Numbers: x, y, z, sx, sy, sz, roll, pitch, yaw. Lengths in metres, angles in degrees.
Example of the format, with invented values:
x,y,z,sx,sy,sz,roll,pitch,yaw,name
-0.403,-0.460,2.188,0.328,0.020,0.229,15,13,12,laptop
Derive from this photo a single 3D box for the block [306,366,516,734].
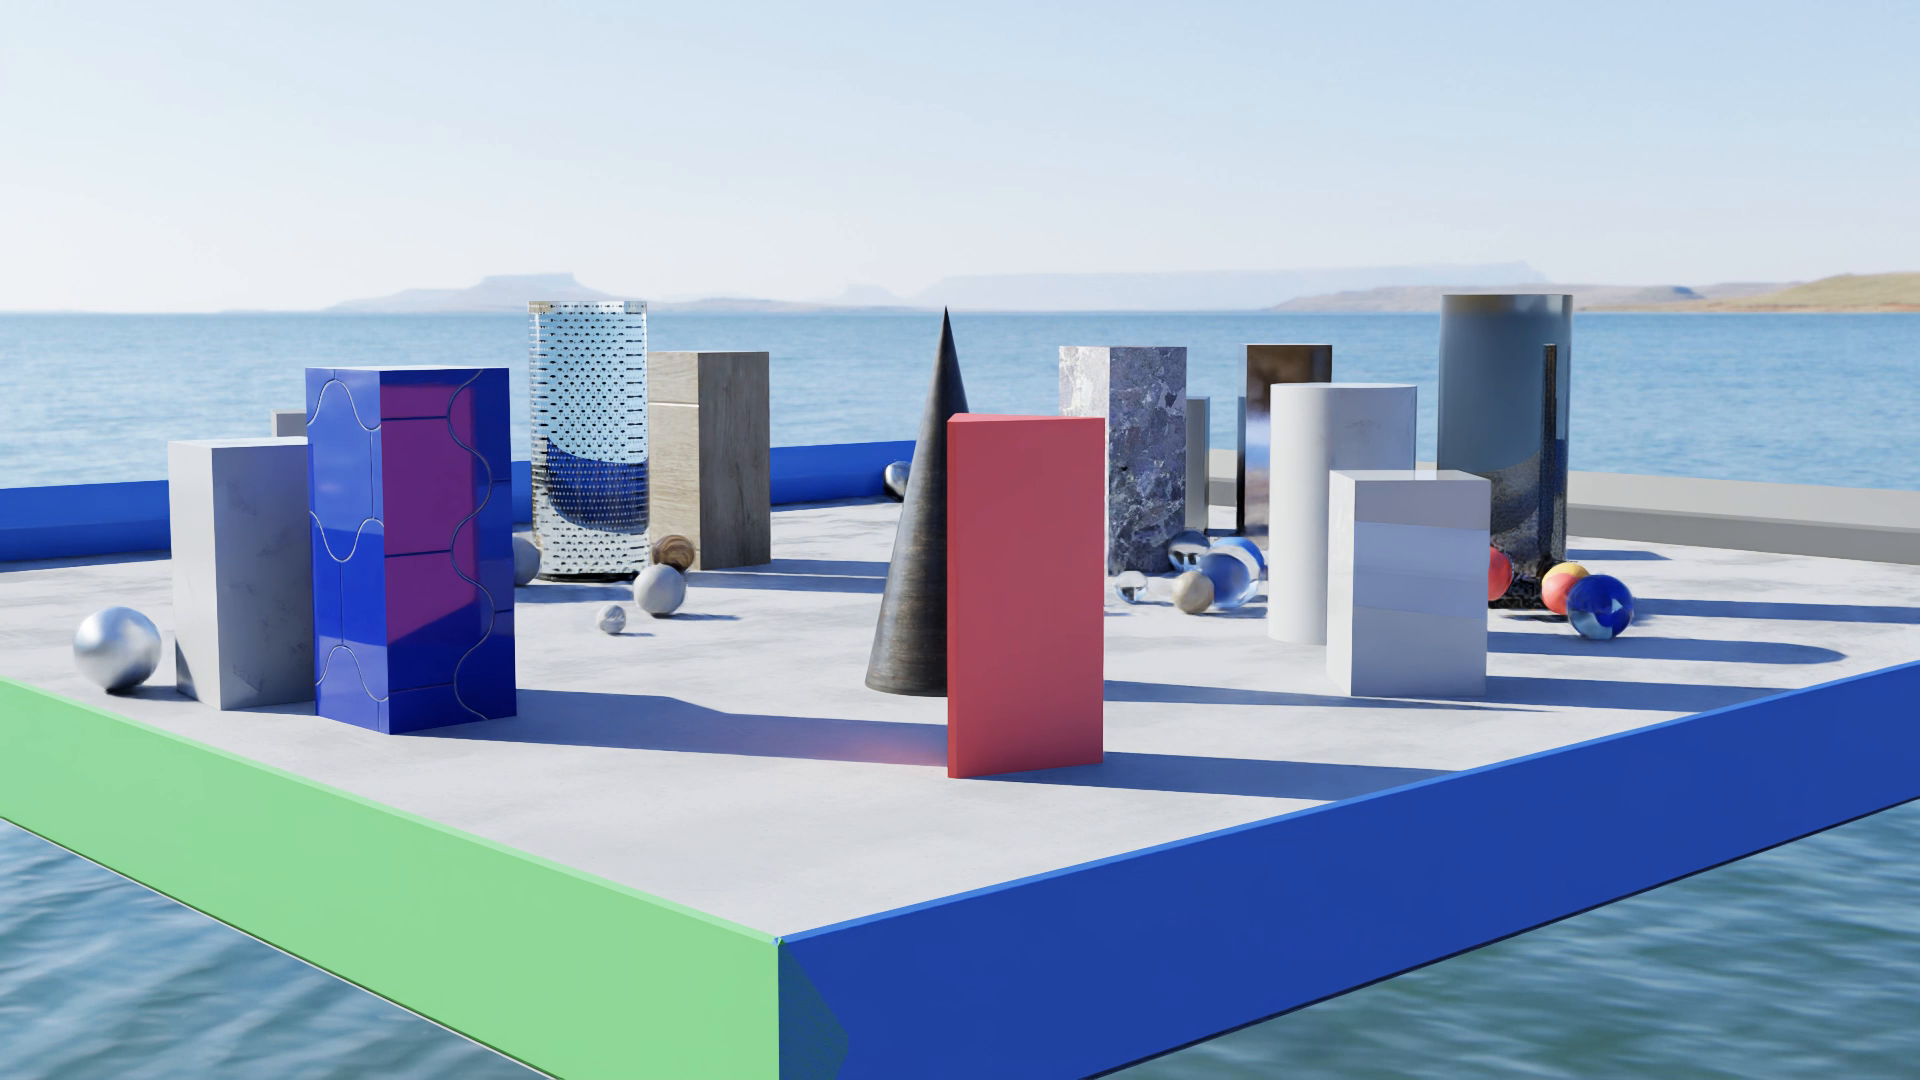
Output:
x,y,z,sx,sy,sz,roll,pitch,yaw,name
-0.599,0.003,2.402,0.157,0.382,0.157,-6,8,-44,block

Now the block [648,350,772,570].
x,y,z,sx,sy,sz,roll,pitch,yaw,name
-0.444,-0.144,3.855,0.157,0.372,0.157,-6,8,-44,block

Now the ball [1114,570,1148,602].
x,y,z,sx,sy,sz,roll,pitch,yaw,name
0.261,0.071,3.354,0.050,0.050,0.050,0,6,0,ball

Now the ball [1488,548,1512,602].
x,y,z,sx,sy,sz,roll,pitch,yaw,name
0.763,0.050,3.205,0.082,0.082,0.082,0,6,0,ball

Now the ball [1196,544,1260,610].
x,y,z,sx,sy,sz,roll,pitch,yaw,name
0.399,0.054,3.279,0.098,0.098,0.098,0,6,0,ball

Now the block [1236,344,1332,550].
x,y,z,sx,sy,sz,roll,pitch,yaw,name
0.608,-0.178,4.143,0.157,0.380,0.157,0,6,1,block

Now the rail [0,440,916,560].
x,y,z,sx,sy,sz,roll,pitch,yaw,name
-1.053,-0.086,4.467,3.160,0.127,0.045,-5,8,-42,rail

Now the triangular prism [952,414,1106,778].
x,y,z,sx,sy,sz,roll,pitch,yaw,name
0.033,0.047,2.183,0.170,0.340,0.147,-3,7,-27,triangular prism

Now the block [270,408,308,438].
x,y,z,sx,sy,sz,roll,pitch,yaw,name
-1.021,-0.067,3.547,0.157,0.283,0.157,-2,6,-20,block

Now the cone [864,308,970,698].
x,y,z,sx,sy,sz,roll,pitch,yaw,name
-0.016,-0.054,2.610,0.196,0.452,0.196,0,6,0,cone

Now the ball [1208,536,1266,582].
x,y,z,sx,sy,sz,roll,pitch,yaw,name
0.425,0.042,3.408,0.096,0.096,0.096,0,6,0,ball

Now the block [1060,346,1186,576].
x,y,z,sx,sy,sz,roll,pitch,yaw,name
0.278,-0.141,3.777,0.157,0.382,0.157,-3,7,-29,block

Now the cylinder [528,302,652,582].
x,y,z,sx,sy,sz,roll,pitch,yaw,name
-0.618,-0.168,3.671,0.196,0.458,0.196,0,6,0,cylinder

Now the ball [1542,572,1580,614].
x,y,z,sx,sy,sz,roll,pitch,yaw,name
0.866,0.077,3.156,0.061,0.061,0.061,0,6,0,ball

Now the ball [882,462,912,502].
x,y,z,sx,sy,sz,roll,pitch,yaw,name
-0.138,-0.137,5.135,0.093,0.093,0.093,0,6,0,ball

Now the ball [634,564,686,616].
x,y,z,sx,sy,sz,roll,pitch,yaw,name
-0.438,0.073,3.209,0.076,0.076,0.076,0,6,0,ball

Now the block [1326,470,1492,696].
x,y,z,sx,sy,sz,roll,pitch,yaw,name
0.529,0.048,2.607,0.157,0.251,0.157,0,6,-1,block

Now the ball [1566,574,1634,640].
x,y,z,sx,sy,sz,roll,pitch,yaw,name
0.866,0.090,2.976,0.090,0.090,0.090,0,6,0,ball

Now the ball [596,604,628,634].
x,y,z,sx,sy,sz,roll,pitch,yaw,name
-0.479,0.109,3.027,0.042,0.042,0.042,0,6,0,ball

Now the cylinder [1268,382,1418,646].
x,y,z,sx,sy,sz,roll,pitch,yaw,name
0.520,-0.039,2.999,0.196,0.343,0.196,0,6,0,cylinder

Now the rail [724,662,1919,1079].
x,y,z,sx,sy,sz,roll,pitch,yaw,name
1.053,0.152,2.197,3.160,0.127,0.045,-5,8,-42,rail

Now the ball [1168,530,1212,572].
x,y,z,sx,sy,sz,roll,pitch,yaw,name
0.389,0.019,3.724,0.075,0.075,0.075,0,6,0,ball

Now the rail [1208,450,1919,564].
x,y,z,sx,sy,sz,roll,pitch,yaw,name
1.144,-0.077,4.382,0.045,0.127,3.154,-5,8,-42,rail

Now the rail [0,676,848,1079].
x,y,z,sx,sy,sz,roll,pitch,yaw,name
-1.144,0.143,2.282,0.045,0.127,3.154,-5,8,-42,rail

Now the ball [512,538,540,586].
x,y,z,sx,sy,sz,roll,pitch,yaw,name
-0.718,0.035,3.550,0.080,0.080,0.080,0,6,0,ball

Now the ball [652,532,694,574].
x,y,z,sx,sy,sz,roll,pitch,yaw,name
-0.483,0.024,3.705,0.071,0.071,0.071,0,6,0,ball

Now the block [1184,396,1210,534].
x,y,z,sx,sy,sz,roll,pitch,yaw,name
0.418,-0.152,4.422,0.157,0.270,0.157,1,6,10,block

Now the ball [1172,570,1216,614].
x,y,z,sx,sy,sz,roll,pitch,yaw,name
0.342,0.077,3.226,0.064,0.064,0.064,0,6,0,ball

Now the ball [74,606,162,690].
x,y,z,sx,sy,sz,roll,pitch,yaw,name
-0.988,0.127,2.581,0.098,0.098,0.098,0,6,0,ball

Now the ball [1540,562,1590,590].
x,y,z,sx,sy,sz,roll,pitch,yaw,name
0.890,0.071,3.220,0.077,0.077,0.077,0,6,0,ball

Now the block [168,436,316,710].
x,y,z,sx,sy,sz,roll,pitch,yaw,name
-0.808,0.033,2.545,0.157,0.293,0.157,-4,7,-36,block

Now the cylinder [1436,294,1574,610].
x,y,z,sx,sy,sz,roll,pitch,yaw,name
0.826,-0.138,3.349,0.196,0.467,0.196,0,6,0,cylinder
